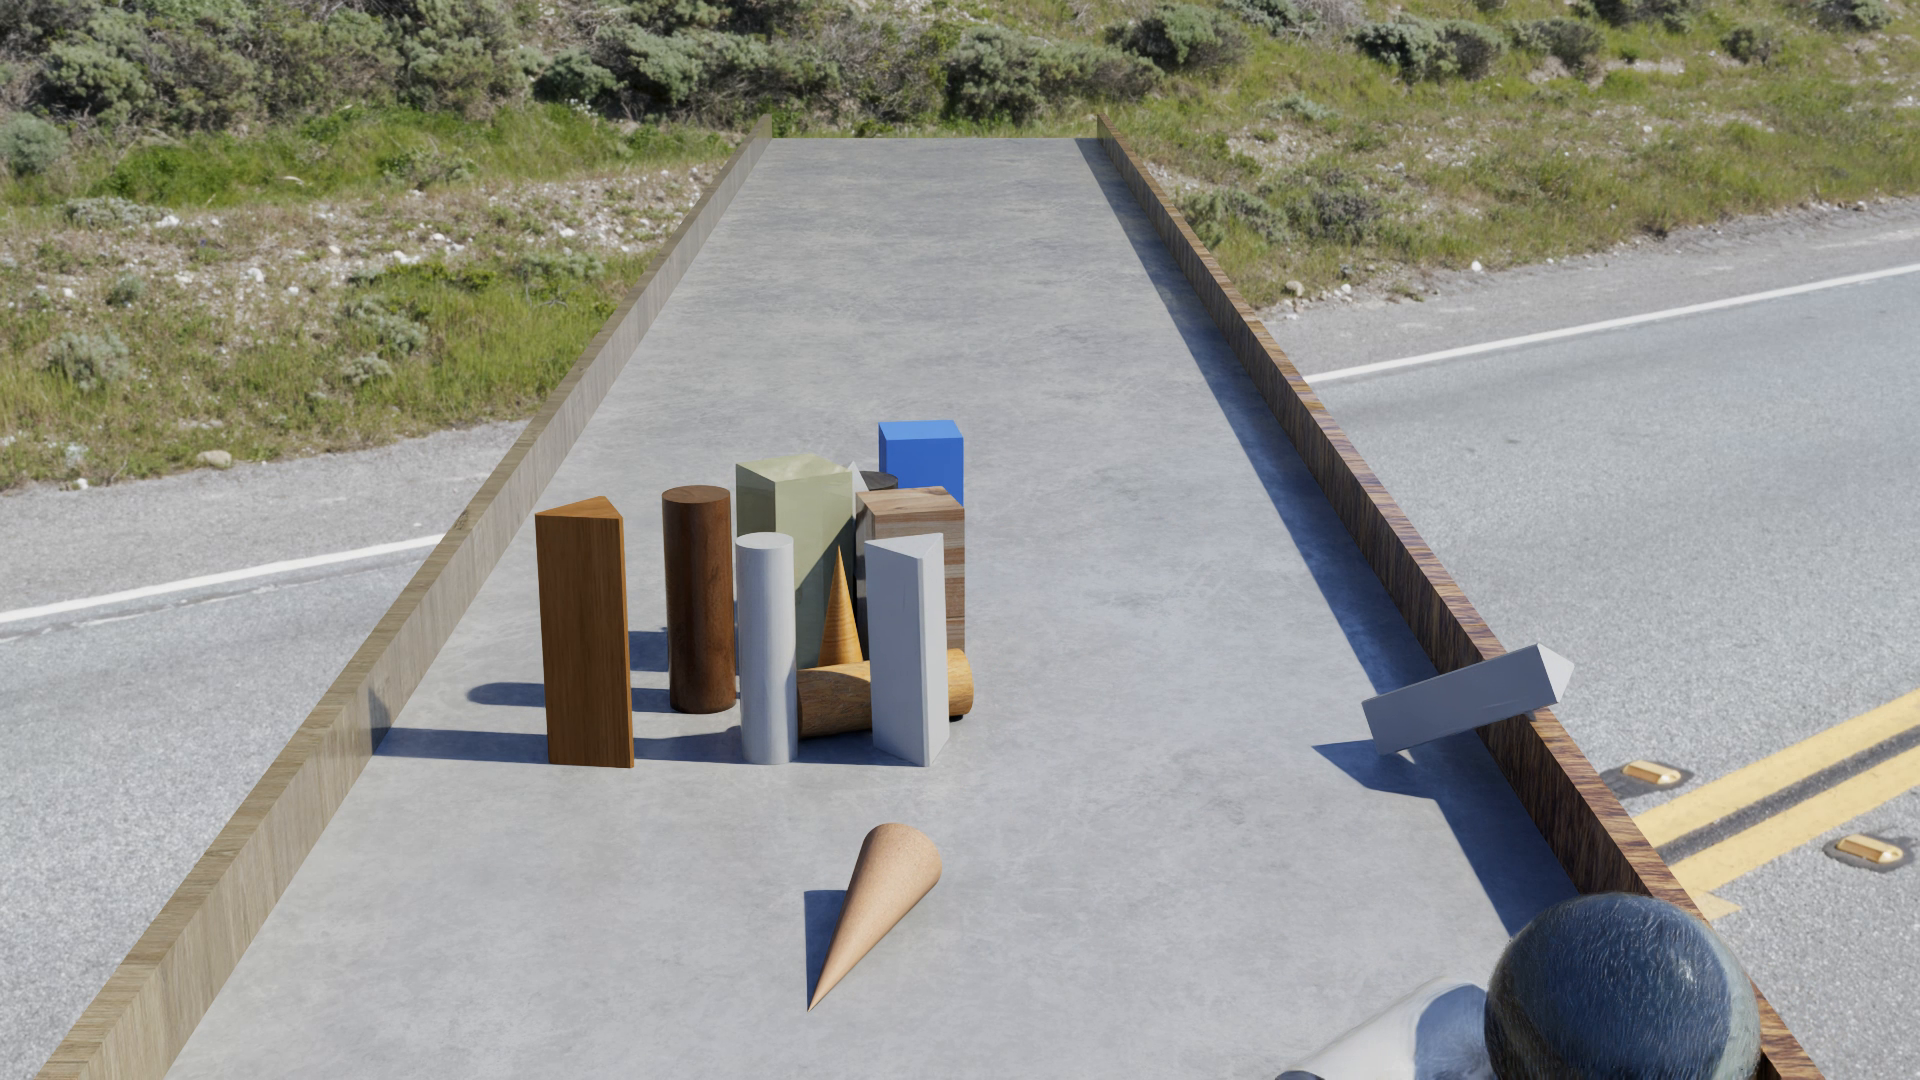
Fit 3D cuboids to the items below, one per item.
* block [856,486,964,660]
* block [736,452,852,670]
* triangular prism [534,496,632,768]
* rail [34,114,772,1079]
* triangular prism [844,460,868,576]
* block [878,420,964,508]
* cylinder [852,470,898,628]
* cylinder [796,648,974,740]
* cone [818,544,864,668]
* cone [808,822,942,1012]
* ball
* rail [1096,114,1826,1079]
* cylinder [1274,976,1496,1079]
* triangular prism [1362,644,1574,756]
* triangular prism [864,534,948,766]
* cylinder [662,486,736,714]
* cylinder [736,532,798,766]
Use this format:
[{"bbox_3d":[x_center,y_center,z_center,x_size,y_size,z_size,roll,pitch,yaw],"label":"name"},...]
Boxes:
[{"bbox_3d":[-0.100,0.081,4.372,0.178,0.331,0.178,-4,17,-14],"label":"block"},{"bbox_3d":[-0.329,0.046,4.375,0.169,0.395,0.169,-9,19,-31],"label":"block"},{"bbox_3d":[-0.642,0.160,3.886,0.155,0.458,0.134,3,17,9],"label":"triangular prism"},{"bbox_3d":[-1.118,-0.838,7.780,0.050,0.150,12.000,0,17,-1],"label":"rail"},{"bbox_3d":[-0.176,0.013,4.518,0.091,0.360,0.105,-37,24,-24],"label":"triangular prism"},{"bbox_3d":[-0.087,-0.078,4.888,0.168,0.343,0.168,-2,17,-8],"label":"block"},{"bbox_3d":[-0.205,0.019,4.634,0.153,0.301,0.153,0,17,0],"label":"cylinder"},{"bbox_3d":[-0.152,0.283,4.055,0.333,0.125,0.125,-7,18,-22],"label":"cylinder"},{"bbox_3d":[-0.227,0.156,4.155,0.115,0.312,0.115,0,17,0],"label":"cone"},{"bbox_3d":[-0.150,0.571,3.195,0.131,0.131,0.388,5,27,18],"label":"cone"},{"bbox_3d":[0.802,0.592,2.669,0.324,0.324,0.324,0,17,0],"label":"ball"},{"bbox_3d":[0.932,-0.844,7.801,0.050,0.150,12.000,0,17,-1],"label":"rail"},{"bbox_3d":[0.532,0.667,2.727,0.147,0.147,0.329,15,22,41],"label":"cylinder"},{"bbox_3d":[0.869,0.266,3.818,0.377,0.089,0.103,-25,19,44],"label":"triangular prism"},{"bbox_3d":[-0.069,0.187,3.906,0.140,0.389,0.121,16,25,43],"label":"triangular prism"},{"bbox_3d":[-0.488,0.112,4.127,0.127,0.412,0.127,0,17,0],"label":"cylinder"},{"bbox_3d":[-0.340,0.192,3.879,0.102,0.400,0.102,0,17,0],"label":"cylinder"}]
